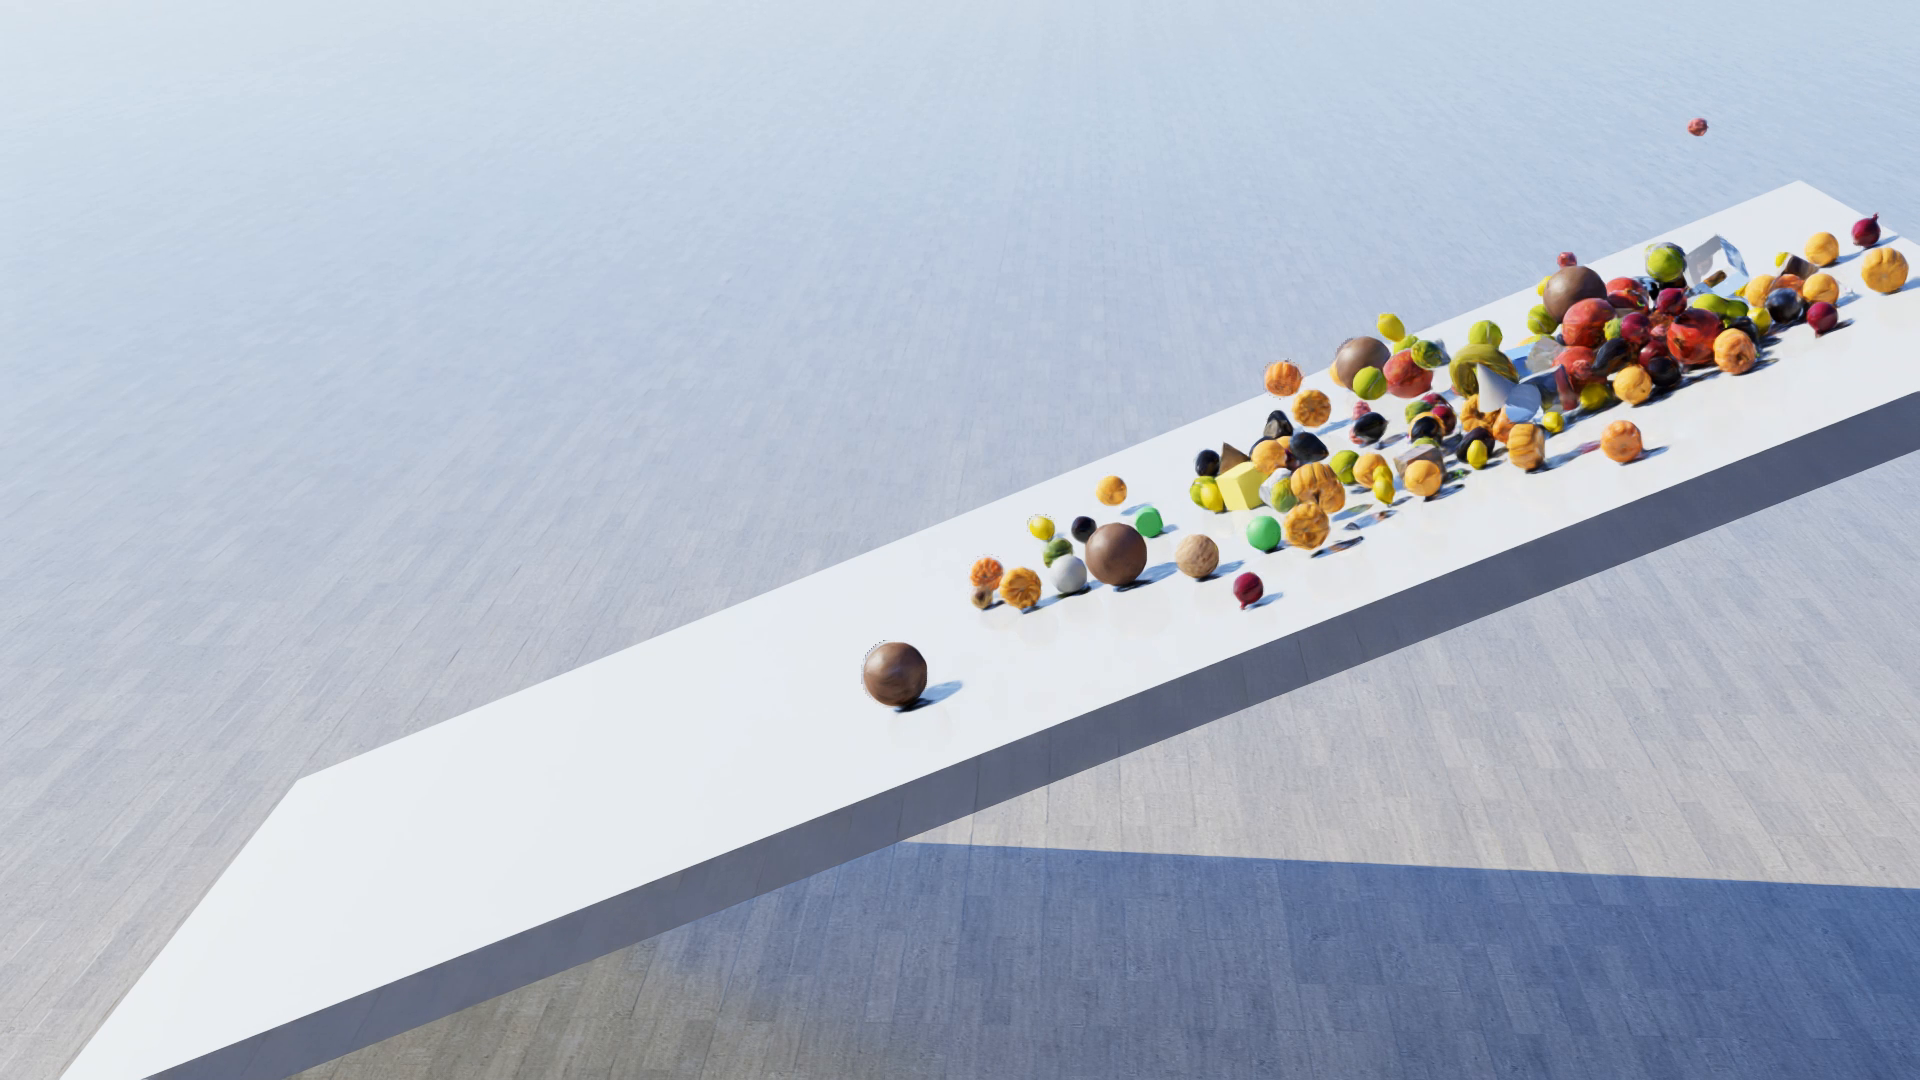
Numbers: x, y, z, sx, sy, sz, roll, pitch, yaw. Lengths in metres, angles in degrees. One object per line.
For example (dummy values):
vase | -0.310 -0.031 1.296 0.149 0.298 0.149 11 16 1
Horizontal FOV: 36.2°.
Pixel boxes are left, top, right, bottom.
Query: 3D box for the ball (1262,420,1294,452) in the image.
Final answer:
ball | 0.704 -0.232 6.510 0.071 0.071 0.071 0 14 0

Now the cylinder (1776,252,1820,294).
cylinder | 1.700 -0.541 5.972 0.063 0.063 0.063 28 17 1

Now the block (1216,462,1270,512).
block | 0.602 -0.112 6.203 0.077 0.077 0.077 -29 14 -25

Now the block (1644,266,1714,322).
block | 1.521 -0.527 6.226 0.092 0.092 0.092 -27 12 -2

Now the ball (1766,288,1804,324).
ball | 1.629 -0.462 5.810 0.073 0.073 0.073 0 14 0

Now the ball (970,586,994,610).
ball | 0.046 0.122 6.288 0.052 0.052 0.052 0 14 0

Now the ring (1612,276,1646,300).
ring | 1.501 -0.565 6.581 0.089 0.030 0.089 -23 9 4

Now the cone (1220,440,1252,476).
cone | 0.622 -0.170 6.496 0.091 0.091 0.091 5 15 4

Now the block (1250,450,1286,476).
block | 0.654 -0.147 6.255 0.054 0.054 0.054 -26 59 -13

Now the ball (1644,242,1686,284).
ball | 1.472 -0.579 6.135 0.087 0.087 0.087 0 14 0

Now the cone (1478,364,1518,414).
cone | 1.046 -0.316 5.819 0.092 0.092 0.092 -32 18 11

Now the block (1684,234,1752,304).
block | 1.515 -0.543 5.884 0.082 0.082 0.082 -35 -44 31

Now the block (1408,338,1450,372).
block | 1.070 -0.423 6.705 0.058 0.058 0.058 -28 13 -21

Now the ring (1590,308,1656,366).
ring | 1.355 -0.415 6.013 0.132 0.132 0.044 2 -26 7

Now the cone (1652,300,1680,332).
cone | 1.457 -0.459 6.110 0.059 0.059 0.059 11 28 -6

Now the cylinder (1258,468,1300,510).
cylinder | 0.660 -0.107 6.079 0.062 0.062 0.062 14 50 44

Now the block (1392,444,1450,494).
block | 0.906 -0.141 5.781 0.071 0.071 0.071 -26 12 -10

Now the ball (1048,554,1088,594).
ball | 0.225 0.071 6.112 0.080 0.080 0.080 0 14 0

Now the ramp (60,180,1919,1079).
ramp | 0.127 0.172 6.287 4.000 0.100 2.000 -22 12 8

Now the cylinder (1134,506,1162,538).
cylinder | 0.404 -0.039 6.297 0.057 0.057 0.057 0 11 1

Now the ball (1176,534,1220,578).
ball | 0.469 0.031 5.815 0.088 0.088 0.088 0 14 0

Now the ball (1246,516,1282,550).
ball | 0.600 -0.014 5.809 0.070 0.070 0.070 0 14 0

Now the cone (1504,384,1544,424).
cone | 1.094 -0.248 5.603 0.080 0.080 0.080 23 -5 -43

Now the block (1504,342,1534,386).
block | 1.173 -0.347 6.111 0.092 0.092 0.092 -16 14 30

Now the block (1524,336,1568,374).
block | 1.189 -0.368 5.966 0.057 0.057 0.057 33 36 21

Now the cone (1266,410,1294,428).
cone | 0.736 -0.258 6.652 0.061 0.061 0.061 -10 21 -34
